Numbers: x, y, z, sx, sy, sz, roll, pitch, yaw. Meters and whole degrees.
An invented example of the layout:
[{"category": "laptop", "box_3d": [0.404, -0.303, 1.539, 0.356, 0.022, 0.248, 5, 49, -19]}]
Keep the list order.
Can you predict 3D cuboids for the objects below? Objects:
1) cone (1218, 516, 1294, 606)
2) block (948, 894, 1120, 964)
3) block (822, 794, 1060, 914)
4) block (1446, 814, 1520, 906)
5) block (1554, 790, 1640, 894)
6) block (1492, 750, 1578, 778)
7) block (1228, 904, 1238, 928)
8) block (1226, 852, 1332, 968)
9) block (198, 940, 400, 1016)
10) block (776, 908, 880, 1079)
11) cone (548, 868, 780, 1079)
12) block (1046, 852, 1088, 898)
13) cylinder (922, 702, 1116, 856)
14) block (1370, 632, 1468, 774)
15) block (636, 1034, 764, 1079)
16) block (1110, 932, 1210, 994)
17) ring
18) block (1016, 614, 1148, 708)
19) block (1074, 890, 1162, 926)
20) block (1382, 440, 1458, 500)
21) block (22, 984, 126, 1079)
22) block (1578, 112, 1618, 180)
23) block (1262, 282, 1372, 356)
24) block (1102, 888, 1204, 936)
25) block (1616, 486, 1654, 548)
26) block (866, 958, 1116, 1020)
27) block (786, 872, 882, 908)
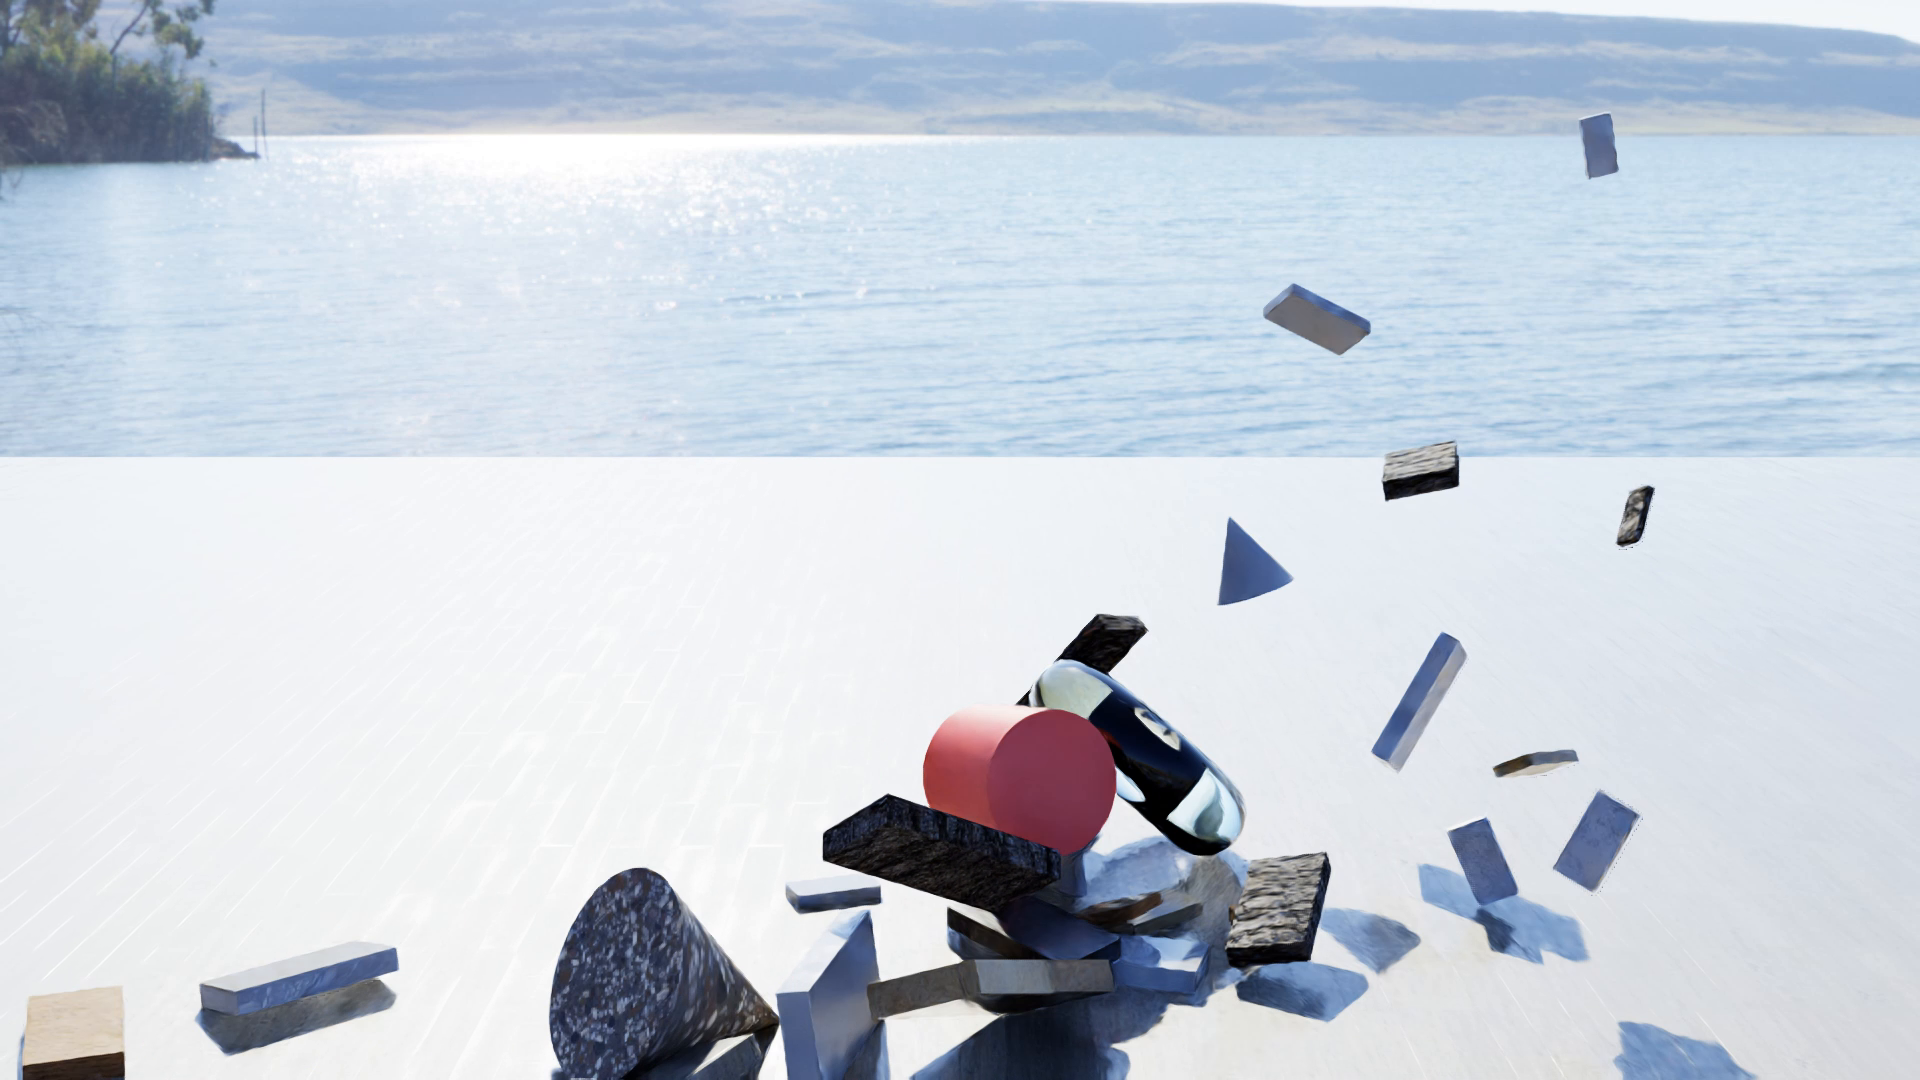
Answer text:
[{"category": "cone", "box_3d": [0.523, 0.025, 4.073, 0.151, 0.151, 0.151, -20, 4, 1]}, {"category": "block", "box_3d": [0.110, 0.592, 3.317, 0.122, 0.035, 0.244, -17, 26, -42]}, {"category": "block", "box_3d": [-0.025, 0.458, 3.191, 0.314, 0.044, 0.157, 23, -39, -31]}, {"category": "block", "box_3d": [0.854, 0.524, 3.591, 0.068, 0.137, 0.019, -23, 4, 18]}, {"category": "block", "box_3d": [0.959, 0.454, 3.311, 0.068, 0.137, 0.019, 32, 7, 33]}, {"category": "block", "box_3d": [0.894, 0.347, 3.412, 0.137, 0.019, 0.068, 2, -23, -45]}, {"category": "block", "box_3d": [0.447, 0.608, 3.444, 0.013, 0.045, 0.090, -10, 13, -15]}, {"category": "block", "box_3d": [0.491, 0.566, 3.375, 0.122, 0.035, 0.244, -10, 22, 22]}, {"category": "block", "box_3d": [-0.969, 0.641, 3.231, 0.252, 0.036, 0.126, -10, 3, -42]}, {"category": "block", "box_3d": [-0.173, 0.632, 2.999, 0.044, 0.157, 0.314, -5, 9, 14]}, {"category": "cone", "box_3d": [-0.360, 0.637, 3.051, 0.297, 0.297, 0.297, 26, -7, -38]}, {"category": "block", "box_3d": [0.155, 0.546, 3.686, 0.021, 0.072, 0.145, -15, 15, -36]}, {"category": "cylinder", "box_3d": [0.096, 0.394, 3.638, 0.238, 0.238, 0.238, -5, 1, -26]}, {"category": "block", "box_3d": [0.822, 0.292, 3.930, 0.035, 0.250, 0.125, 30, -4, 25]}, {"category": "block", "box_3d": [-0.375, 0.698, 2.763, 0.126, 0.036, 0.252, -19, 3, 36]}, {"category": "block", "box_3d": [0.247, 0.635, 3.330, 0.244, 0.035, 0.122, 3, 11, 16]}, {"category": "ring", "box_3d": [0.310, 0.379, 3.843, 0.448, 0.149, 0.448, 40, -3, 2]}, {"category": "block", "box_3d": [0.168, 0.299, 4.062, 0.125, 0.437, 0.035, 5, 43, -49]}, {"category": "block", "box_3d": [0.238, 0.579, 3.427, 0.145, 0.021, 0.072, -21, -3, 43]}, {"category": "block", "box_3d": [0.814, -0.124, 3.883, 0.125, 0.035, 0.250, -11, 11, 15]}, {"category": "block", "box_3d": [-1.226, 0.687, 3.049, 0.126, 0.036, 0.252, -4, 11, -21]}, {"category": "block", "box_3d": [0.942, -0.583, 3.246, 0.045, 0.090, 0.013, -13, 19, 2]}, {"category": "block", "box_3d": [0.603, -0.372, 3.717, 0.164, 0.023, 0.082, 23, -35, -20]}, {"category": "block", "box_3d": [0.308, 0.601, 3.544, 0.164, 0.023, 0.082, -10, 14, -42]}, {"category": "block", "box_3d": [1.020, -0.036, 3.323, 0.013, 0.090, 0.045, 25, -19, -13]}, {"category": "block", "box_3d": [0.050, 0.601, 2.950, 0.157, 0.044, 0.443, -18, -17, 22]}, {"category": "block", "box_3d": [-0.211, 0.582, 3.656, 0.145, 0.021, 0.072, -4, 11, -21]}]
